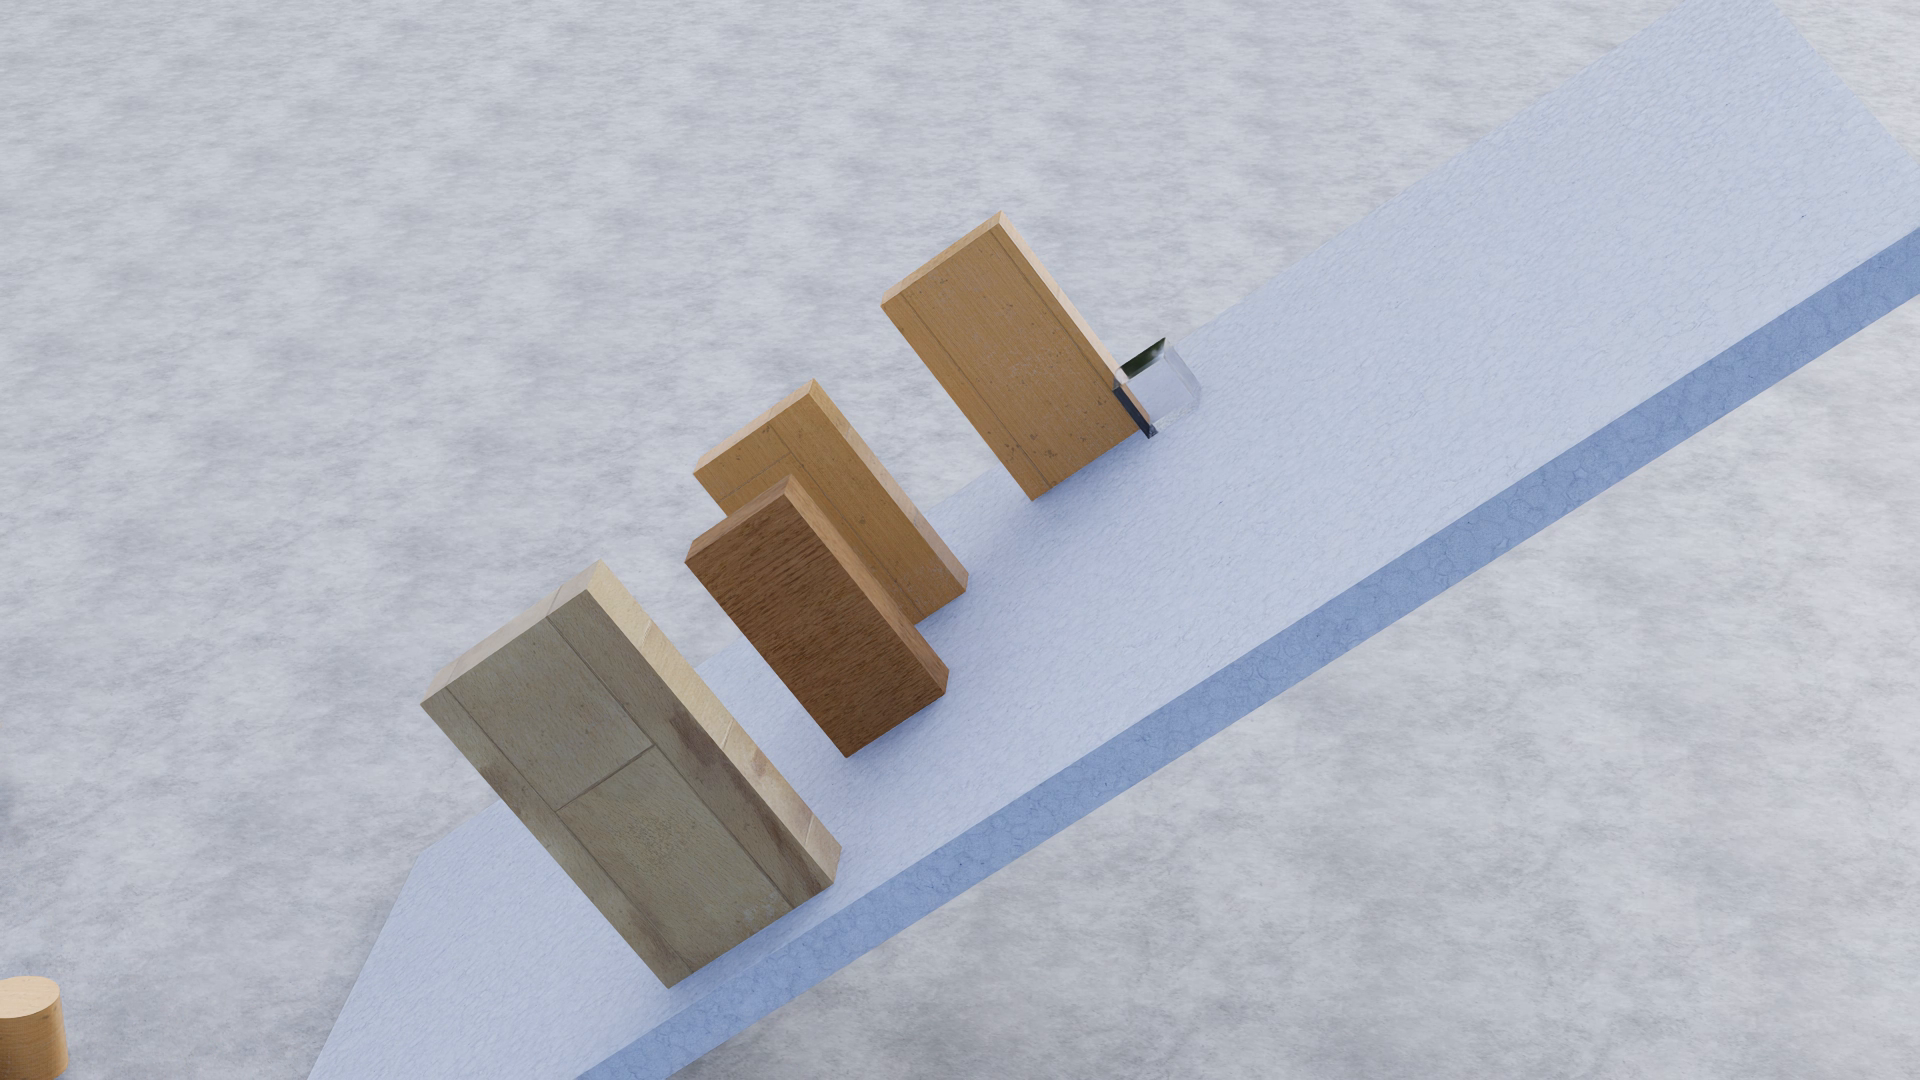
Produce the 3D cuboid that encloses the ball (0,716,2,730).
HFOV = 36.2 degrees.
[{"bbox_3d":[-2.854,0.532,8.520,0.150,0.150,0.150,0,22,0],"label":"ball"}]

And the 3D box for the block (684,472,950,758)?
[{"bbox_3d":[-0.293,0.160,6.108,0.261,0.545,0.118,-34,16,16],"label":"block"}]

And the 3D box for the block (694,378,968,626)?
[{"bbox_3d":[-0.286,-0.035,6.589,0.327,0.575,0.103,-34,16,16],"label":"block"}]

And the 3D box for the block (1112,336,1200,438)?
[{"bbox_3d":[0.445,-0.344,6.644,0.140,0.140,0.140,-33,16,18],"label":"block"}]

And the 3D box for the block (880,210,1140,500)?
[{"bbox_3d":[0.130,-0.418,6.733,0.335,0.581,0.105,-34,16,16],"label":"block"}]

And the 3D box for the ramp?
[{"bbox_3d":[0.131,0.178,6.318,4.000,0.100,2.000,-34,16,16],"label":"ramp"}]

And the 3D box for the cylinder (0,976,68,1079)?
[{"bbox_3d":[-2.210,1.159,6.935,0.191,0.191,0.191,0,22,0],"label":"cylinder"}]

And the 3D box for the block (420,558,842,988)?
[{"bbox_3d":[-0.622,0.454,5.630,0.410,0.747,0.147,-34,16,16],"label":"block"}]
